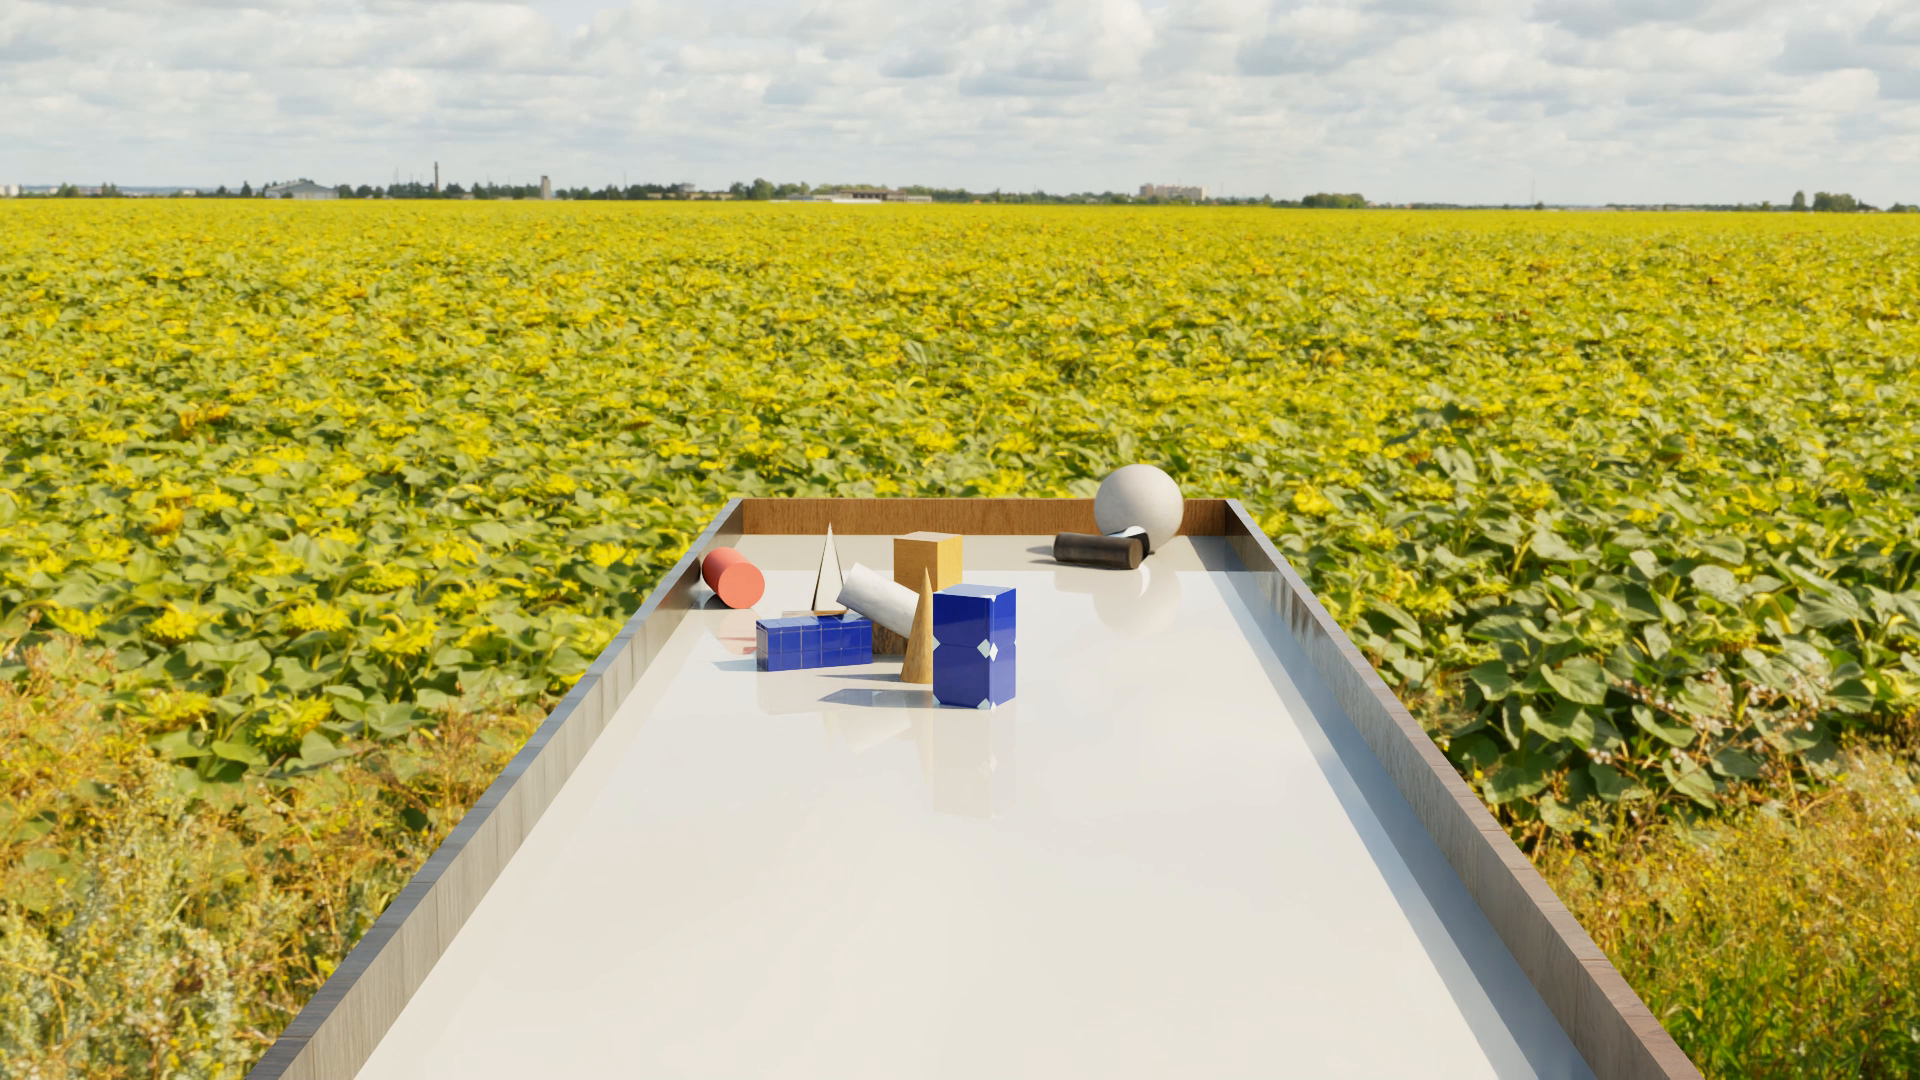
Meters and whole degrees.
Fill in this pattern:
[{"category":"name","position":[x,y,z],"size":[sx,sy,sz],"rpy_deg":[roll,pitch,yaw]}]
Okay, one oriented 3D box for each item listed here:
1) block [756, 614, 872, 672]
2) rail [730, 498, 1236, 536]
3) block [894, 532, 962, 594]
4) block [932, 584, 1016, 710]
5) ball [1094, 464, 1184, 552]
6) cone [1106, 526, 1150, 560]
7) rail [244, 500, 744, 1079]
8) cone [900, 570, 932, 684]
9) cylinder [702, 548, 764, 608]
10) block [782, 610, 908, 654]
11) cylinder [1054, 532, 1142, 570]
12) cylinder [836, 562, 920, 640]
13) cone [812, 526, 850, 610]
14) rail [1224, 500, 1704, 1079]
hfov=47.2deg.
[{"category":"block","position":[-0.441,0.308,6.641],"size":[0.324,0.133,0.133],"rpy_deg":[-3,10,-20]},{"category":"rail","position":[0.099,-0.098,9.147],"size":[2.100,0.150,0.050],"rpy_deg":[0,9,1]},{"category":"block","position":[-0.102,0.150,7.020],"size":[0.161,0.327,0.161],"rpy_deg":[5,10,28]},{"category":"block","position":[0.041,0.295,6.146],"size":[0.174,0.313,0.174],"rpy_deg":[4,10,25]},{"category":"ball","position":[0.707,-0.125,8.675],"size":[0.352,0.352,0.352],"rpy_deg":[0,9,0]},{"category":"cone","position":[0.546,0.026,8.616],"size":[0.143,0.143,0.435],"rpy_deg":[-7,2,-36]},{"category":"rail","position":[-1.004,0.839,3.234],"size":[0.050,0.150,12.000],"rpy_deg":[0,9,1]},{"category":"cone","position":[-0.099,0.240,6.424],"size":[0.155,0.335,0.155],"rpy_deg":[0,9,0]},{"category":"cylinder","position":[-0.793,0.130,7.670],"size":[0.161,0.161,0.346],"rpy_deg":[-3,9,-16]},{"category":"block","position":[-0.327,0.286,6.830],"size":[0.452,0.117,0.117],"rpy_deg":[-1,9,-3]},{"category":"cylinder","position":[0.526,0.040,8.386],"size":[0.323,0.117,0.117],"rpy_deg":[5,10,31]},{"category":"cylinder","position":[-0.176,0.215,6.695],"size":[0.387,0.137,0.137],"rpy_deg":[27,9,-1]},{"category":"cone","position":[-0.411,0.131,6.961],"size":[0.167,0.382,0.167],"rpy_deg":[0,9,0]},{"category":"rail","position":[1.046,0.843,3.208],"size":[0.050,0.150,12.000],"rpy_deg":[0,9,1]}]
